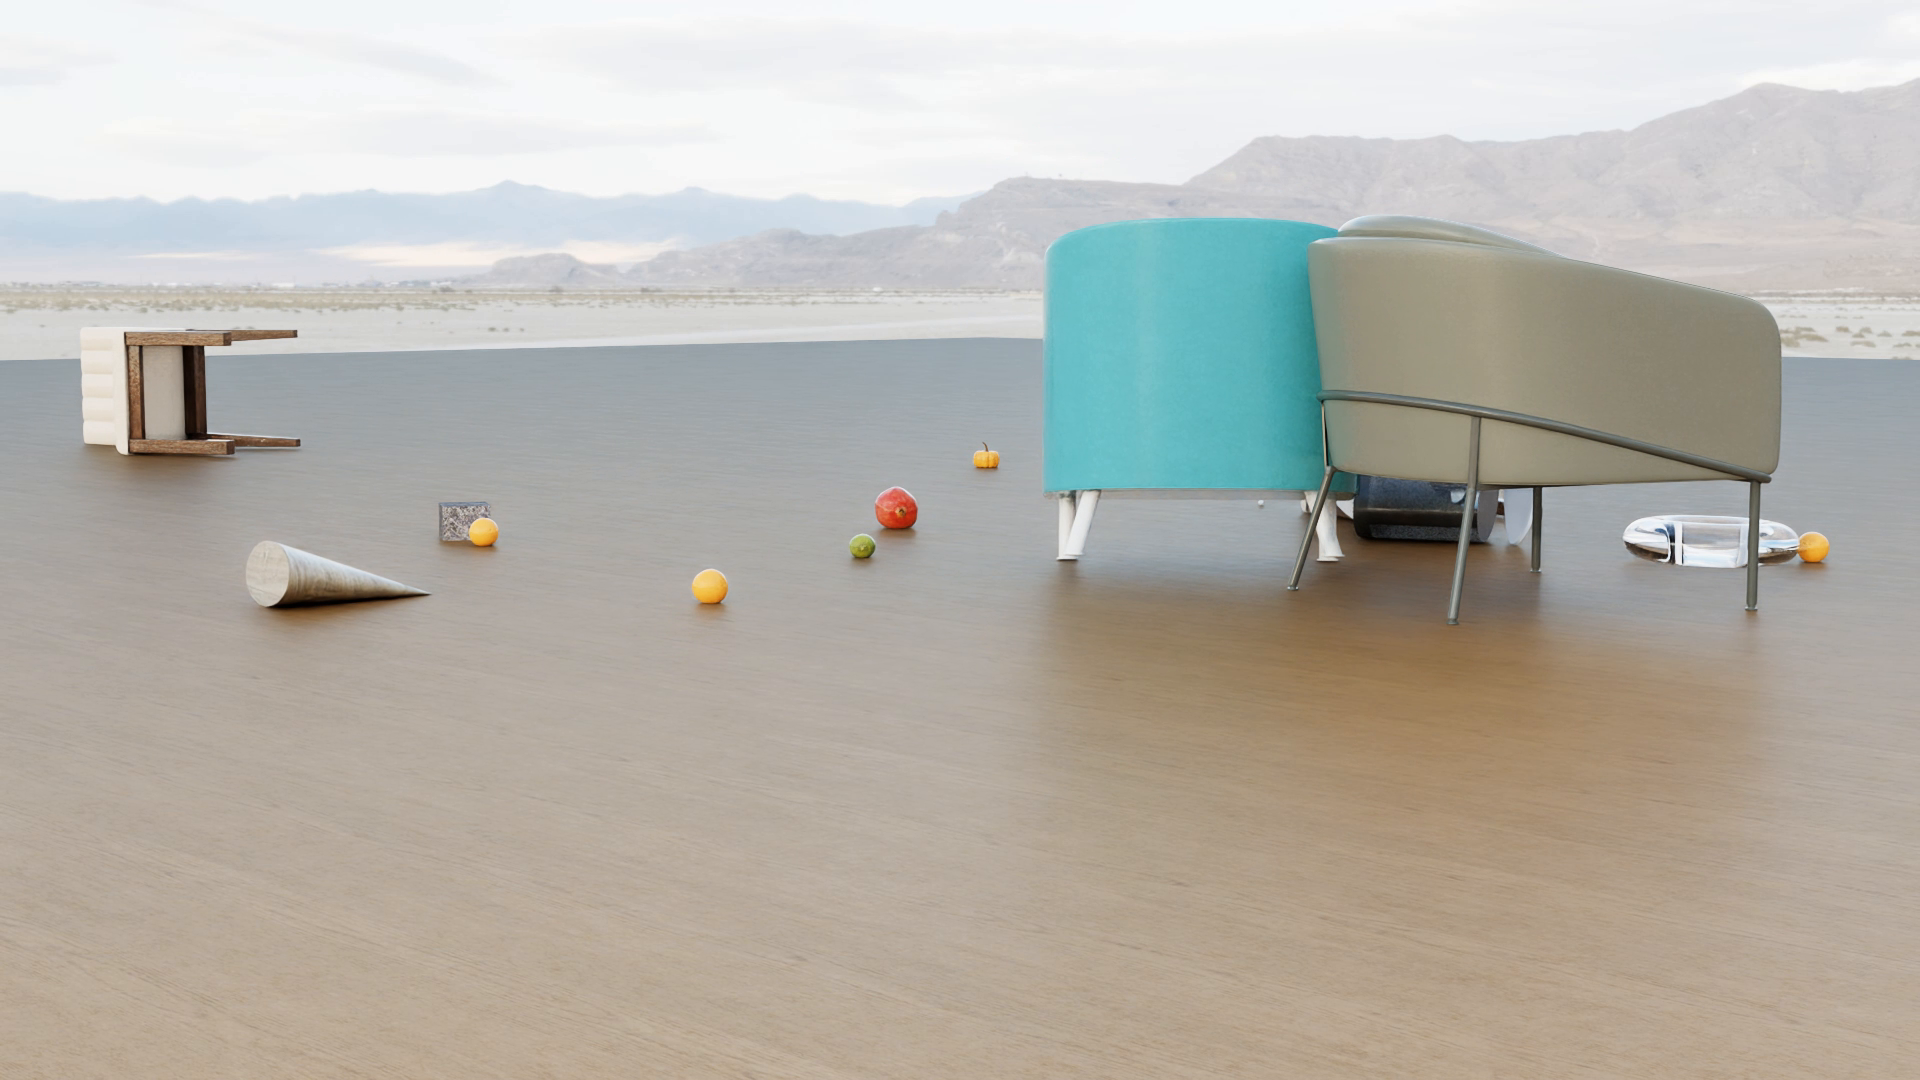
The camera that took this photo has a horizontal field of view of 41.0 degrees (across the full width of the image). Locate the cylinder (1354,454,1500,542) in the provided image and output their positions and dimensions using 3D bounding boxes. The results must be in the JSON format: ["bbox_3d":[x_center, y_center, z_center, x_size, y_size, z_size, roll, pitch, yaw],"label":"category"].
[{"bbox_3d":[1.171,-0.105,6.432,0.308,0.191,0.289,2,25,22],"label":"cylinder"}]

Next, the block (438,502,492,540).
[{"bbox_3d":[-1.247,-0.048,6.461,0.118,0.085,0.124,-2,6,-16],"label":"block"}]

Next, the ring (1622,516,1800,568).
[{"bbox_3d":[1.730,0.003,5.911,0.394,0.099,0.348,2,5,14],"label":"ring"}]

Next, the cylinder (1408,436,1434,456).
[{"bbox_3d":[1.586,-0.305,8.832,0.063,0.111,0.113,0,12,-3],"label":"cylinder"}]

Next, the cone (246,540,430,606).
[{"bbox_3d":[-1.238,0.090,5.227,0.351,0.131,0.315,9,0,-30],"label":"cone"}]
